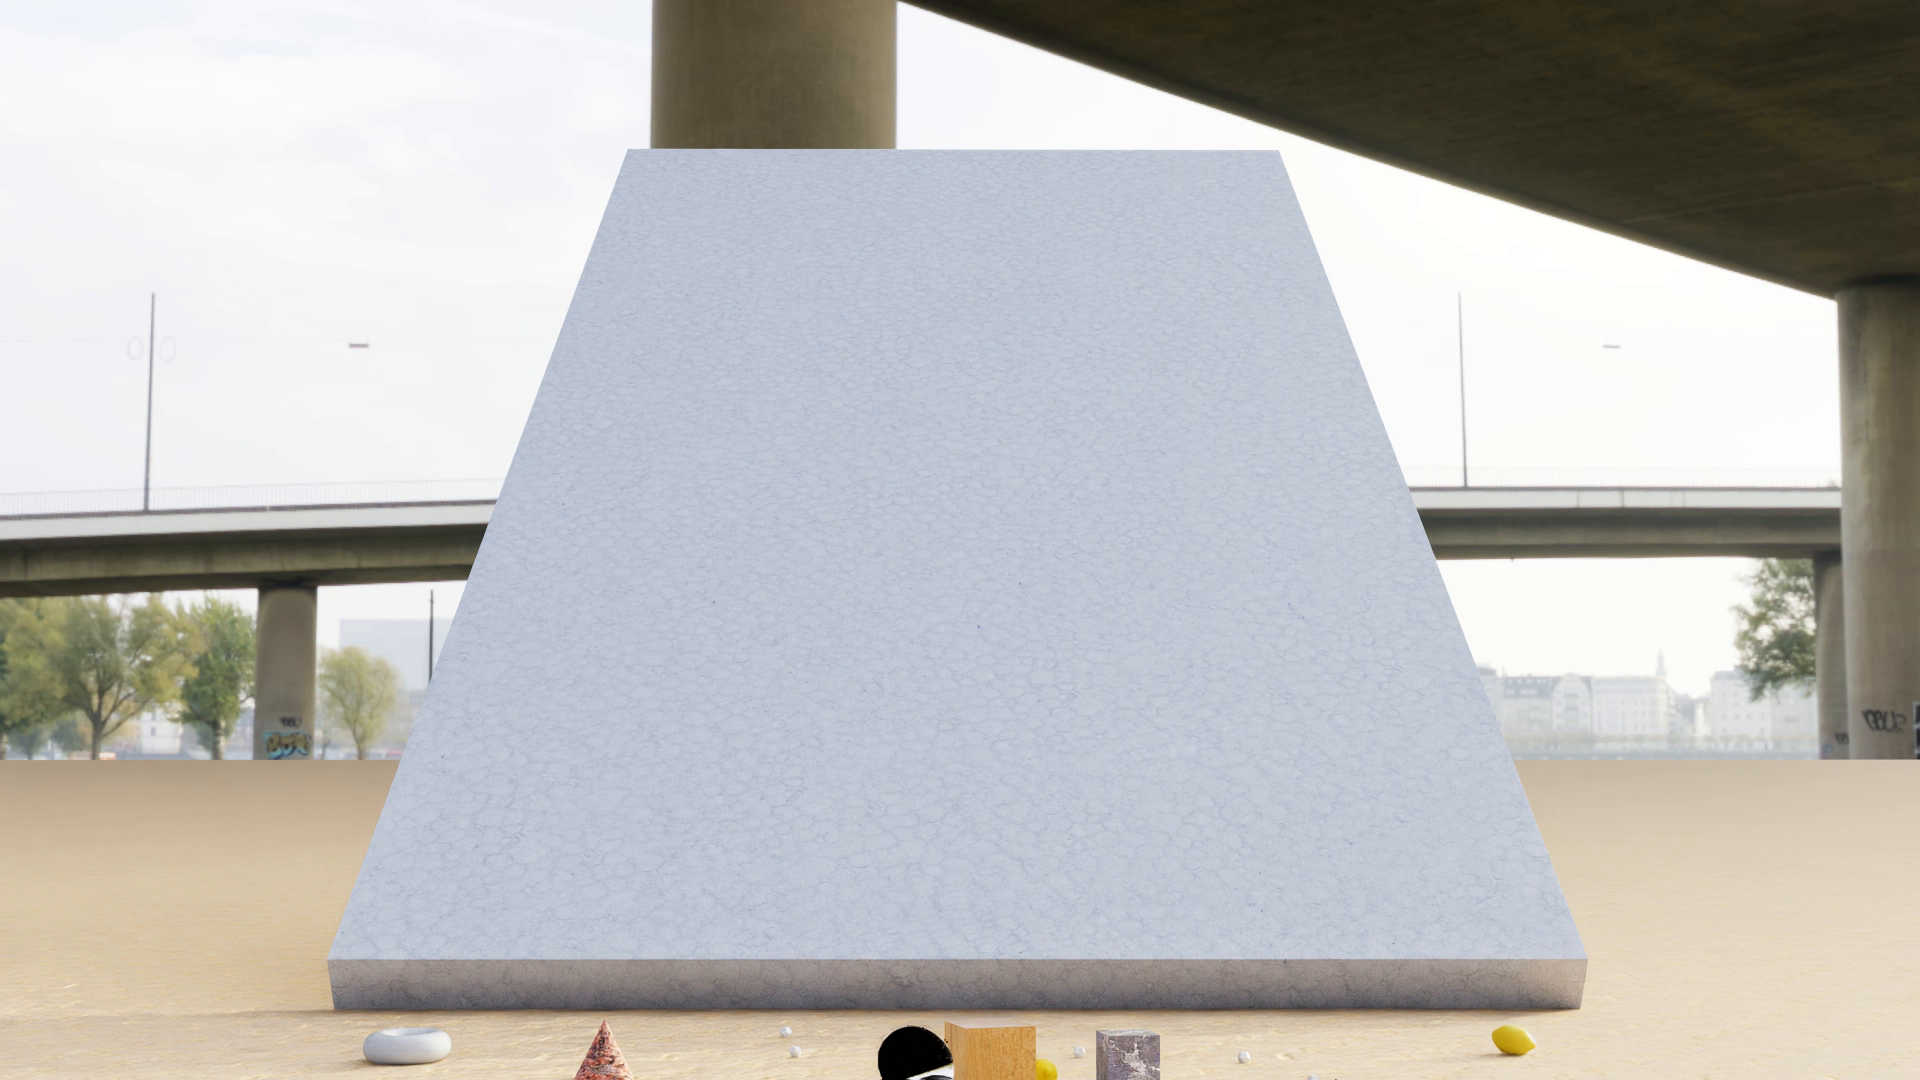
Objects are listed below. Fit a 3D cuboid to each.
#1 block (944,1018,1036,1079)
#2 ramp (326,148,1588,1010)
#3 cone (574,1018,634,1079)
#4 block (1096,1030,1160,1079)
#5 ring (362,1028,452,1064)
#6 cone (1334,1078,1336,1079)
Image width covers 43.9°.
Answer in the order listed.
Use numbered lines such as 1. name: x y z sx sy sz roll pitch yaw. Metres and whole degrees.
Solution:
1. block: 0.035 0.622 2.849 0.087 0.087 0.087 2 -5 -17
2. ramp: -0.011 -0.224 5.570 2.000 0.100 4.000 0 28 0
3. cone: -0.448 0.641 3.004 0.076 0.076 0.076 0 -5 0
4. block: 0.207 0.641 2.941 0.065 0.065 0.065 1 -5 -10
5. ring: -0.739 0.677 3.185 0.116 0.039 0.116 -1 -4 0
6. cone: 0.381 0.619 2.514 0.074 0.074 0.074 -26 -4 -4
